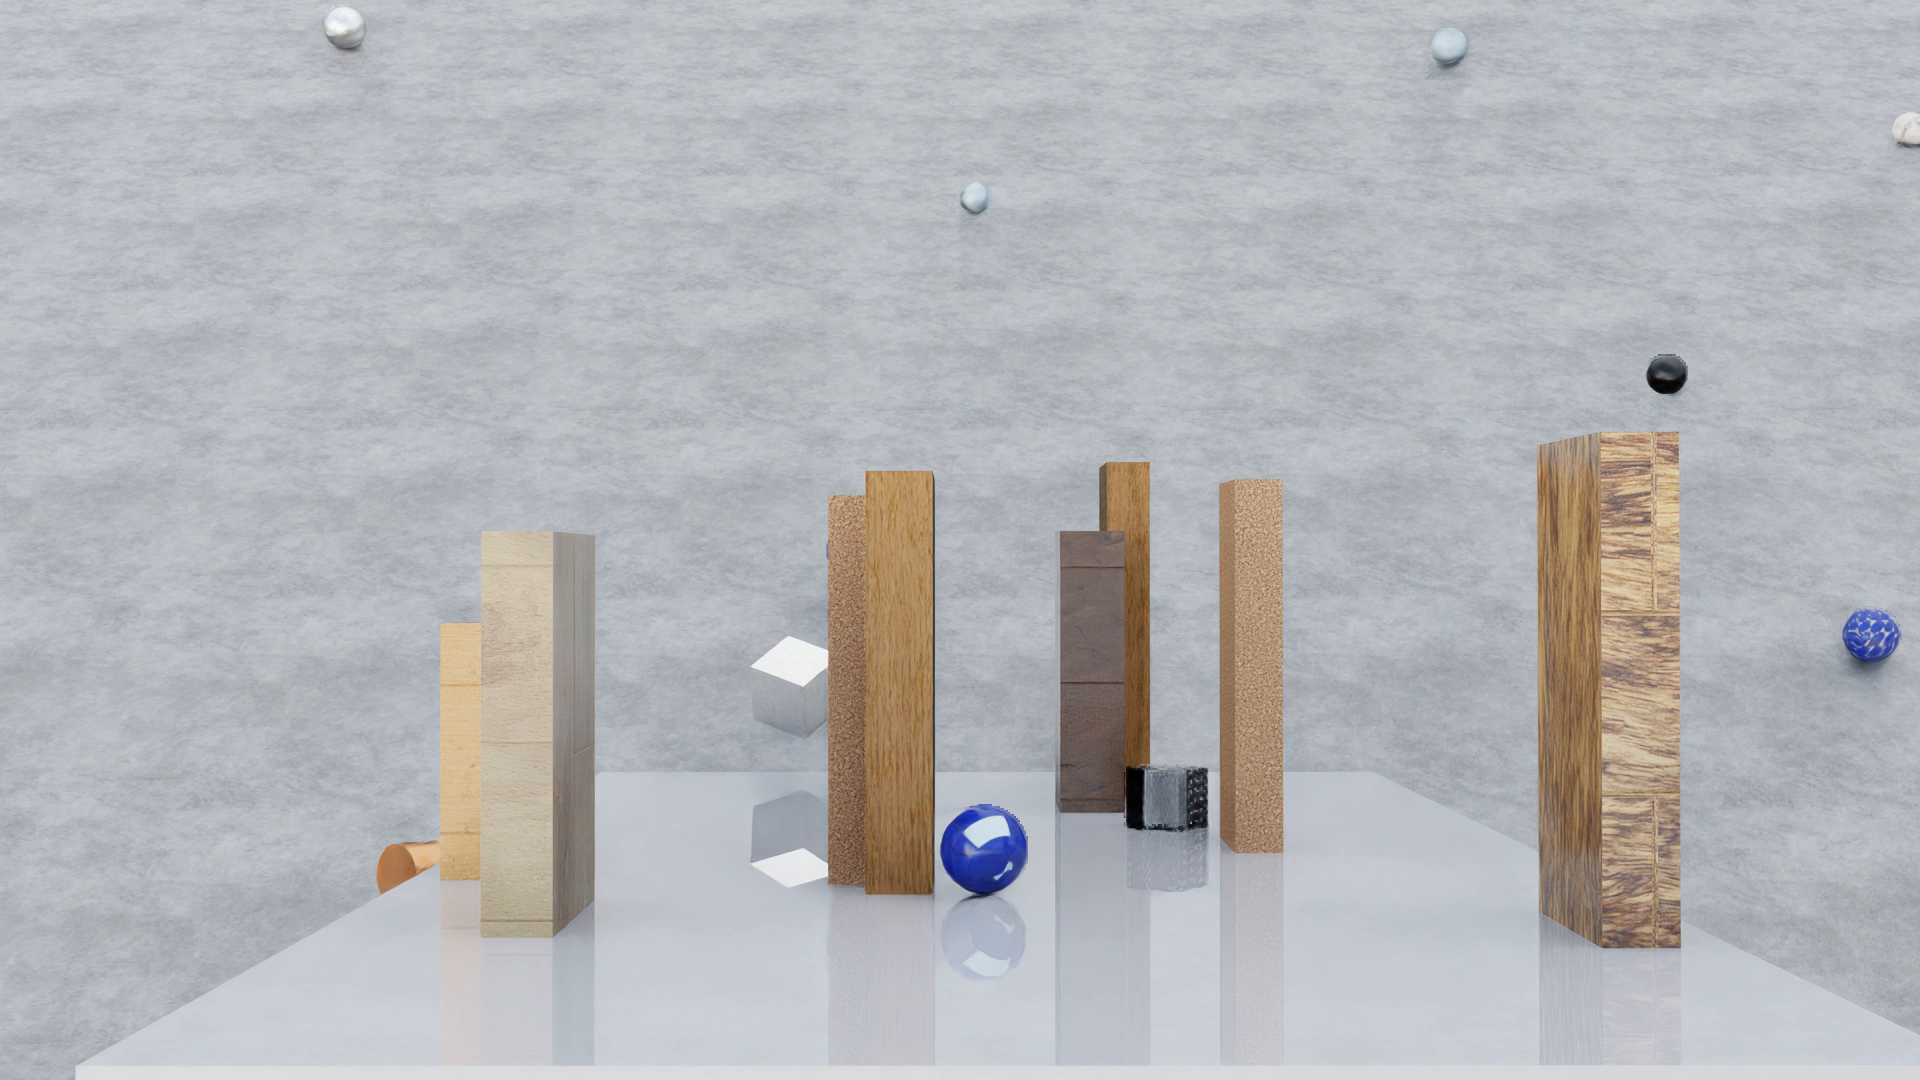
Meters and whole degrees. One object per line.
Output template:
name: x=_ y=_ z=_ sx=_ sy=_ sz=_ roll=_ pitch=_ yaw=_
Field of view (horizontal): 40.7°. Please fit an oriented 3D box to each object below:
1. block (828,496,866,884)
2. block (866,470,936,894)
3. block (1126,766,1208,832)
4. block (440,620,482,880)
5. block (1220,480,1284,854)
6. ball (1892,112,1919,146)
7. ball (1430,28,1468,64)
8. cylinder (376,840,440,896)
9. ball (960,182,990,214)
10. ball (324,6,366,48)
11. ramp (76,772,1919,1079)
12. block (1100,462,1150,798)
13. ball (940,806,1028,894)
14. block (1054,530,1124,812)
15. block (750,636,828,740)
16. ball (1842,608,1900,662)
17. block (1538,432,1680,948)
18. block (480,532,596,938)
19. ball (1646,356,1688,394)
block: x=-0.177 y=0.251 z=4.459 sx=0.083 sy=0.646 sz=0.326 roll=0 pitch=-1 yaw=0
block: x=-0.098 y=0.232 z=4.364 sx=0.108 sy=0.681 sz=0.394 roll=0 pitch=-1 yaw=0
block: x=0.420 y=0.523 z=5.256 sx=0.121 sy=0.121 sz=0.121 roll=-1 pitch=-1 yaw=35
block: x=-0.831 y=0.359 z=4.573 sx=0.087 sy=0.432 sz=0.424 roll=0 pitch=-1 yaw=0
block: x=0.551 y=0.234 z=4.922 sx=0.088 sy=0.689 sz=0.287 roll=0 pitch=-1 yaw=0
ball: x=3.792 y=-1.642 z=10.347 sx=0.130 sy=0.130 sz=0.130 roll=0 pitch=32 yaw=0
ball: x=2.092 y=-2.112 z=11.076 sx=0.155 sy=0.155 sz=0.155 roll=0 pitch=32 yaw=0
cylinder: x=-1.266 y=0.792 z=6.127 sx=0.158 sy=0.158 sz=0.158 roll=30 pitch=18 yaw=39
ball: x=0.058 y=-1.292 z=9.799 sx=0.117 sy=0.117 sz=0.117 roll=0 pitch=32 yaw=0
ball: x=-2.663 y=-2.219 z=11.223 sx=0.179 sy=0.179 sz=0.179 roll=0 pitch=32 yaw=0
ramp: x=0.071 y=0.627 z=4.718 sx=2.000 sy=0.100 sz=4.000 roll=0 pitch=-1 yaw=0
block: x=0.387 y=0.208 z=6.121 sx=0.098 sy=0.771 sz=0.335 roll=0 pitch=-1 yaw=0
ball: x=0.039 y=0.500 z=4.177 sx=0.140 sy=0.140 sz=0.140 roll=0 pitch=32 yaw=0
block: x=0.285 y=0.286 z=5.734 sx=0.139 sy=0.607 sz=0.303 roll=0 pitch=-1 yaw=0
block: x=-0.443 y=0.400 z=7.037 sx=0.174 sy=0.174 sz=0.174 roll=19 pitch=36 yaw=27
ball: x=2.556 y=0.267 z=7.270 sx=0.151 sy=0.151 sz=0.151 roll=0 pitch=32 yaw=0
block: x=0.938 y=0.209 z=3.766 sx=0.108 sy=0.711 sz=0.392 roll=0 pitch=-1 yaw=0
block: x=-0.629 y=0.278 z=3.888 sx=0.102 sy=0.576 sz=0.424 roll=0 pitch=-1 yaw=0
ball: x=2.343 y=-0.546 z=8.592 sx=0.130 sy=0.130 sz=0.130 roll=0 pitch=32 yaw=0
